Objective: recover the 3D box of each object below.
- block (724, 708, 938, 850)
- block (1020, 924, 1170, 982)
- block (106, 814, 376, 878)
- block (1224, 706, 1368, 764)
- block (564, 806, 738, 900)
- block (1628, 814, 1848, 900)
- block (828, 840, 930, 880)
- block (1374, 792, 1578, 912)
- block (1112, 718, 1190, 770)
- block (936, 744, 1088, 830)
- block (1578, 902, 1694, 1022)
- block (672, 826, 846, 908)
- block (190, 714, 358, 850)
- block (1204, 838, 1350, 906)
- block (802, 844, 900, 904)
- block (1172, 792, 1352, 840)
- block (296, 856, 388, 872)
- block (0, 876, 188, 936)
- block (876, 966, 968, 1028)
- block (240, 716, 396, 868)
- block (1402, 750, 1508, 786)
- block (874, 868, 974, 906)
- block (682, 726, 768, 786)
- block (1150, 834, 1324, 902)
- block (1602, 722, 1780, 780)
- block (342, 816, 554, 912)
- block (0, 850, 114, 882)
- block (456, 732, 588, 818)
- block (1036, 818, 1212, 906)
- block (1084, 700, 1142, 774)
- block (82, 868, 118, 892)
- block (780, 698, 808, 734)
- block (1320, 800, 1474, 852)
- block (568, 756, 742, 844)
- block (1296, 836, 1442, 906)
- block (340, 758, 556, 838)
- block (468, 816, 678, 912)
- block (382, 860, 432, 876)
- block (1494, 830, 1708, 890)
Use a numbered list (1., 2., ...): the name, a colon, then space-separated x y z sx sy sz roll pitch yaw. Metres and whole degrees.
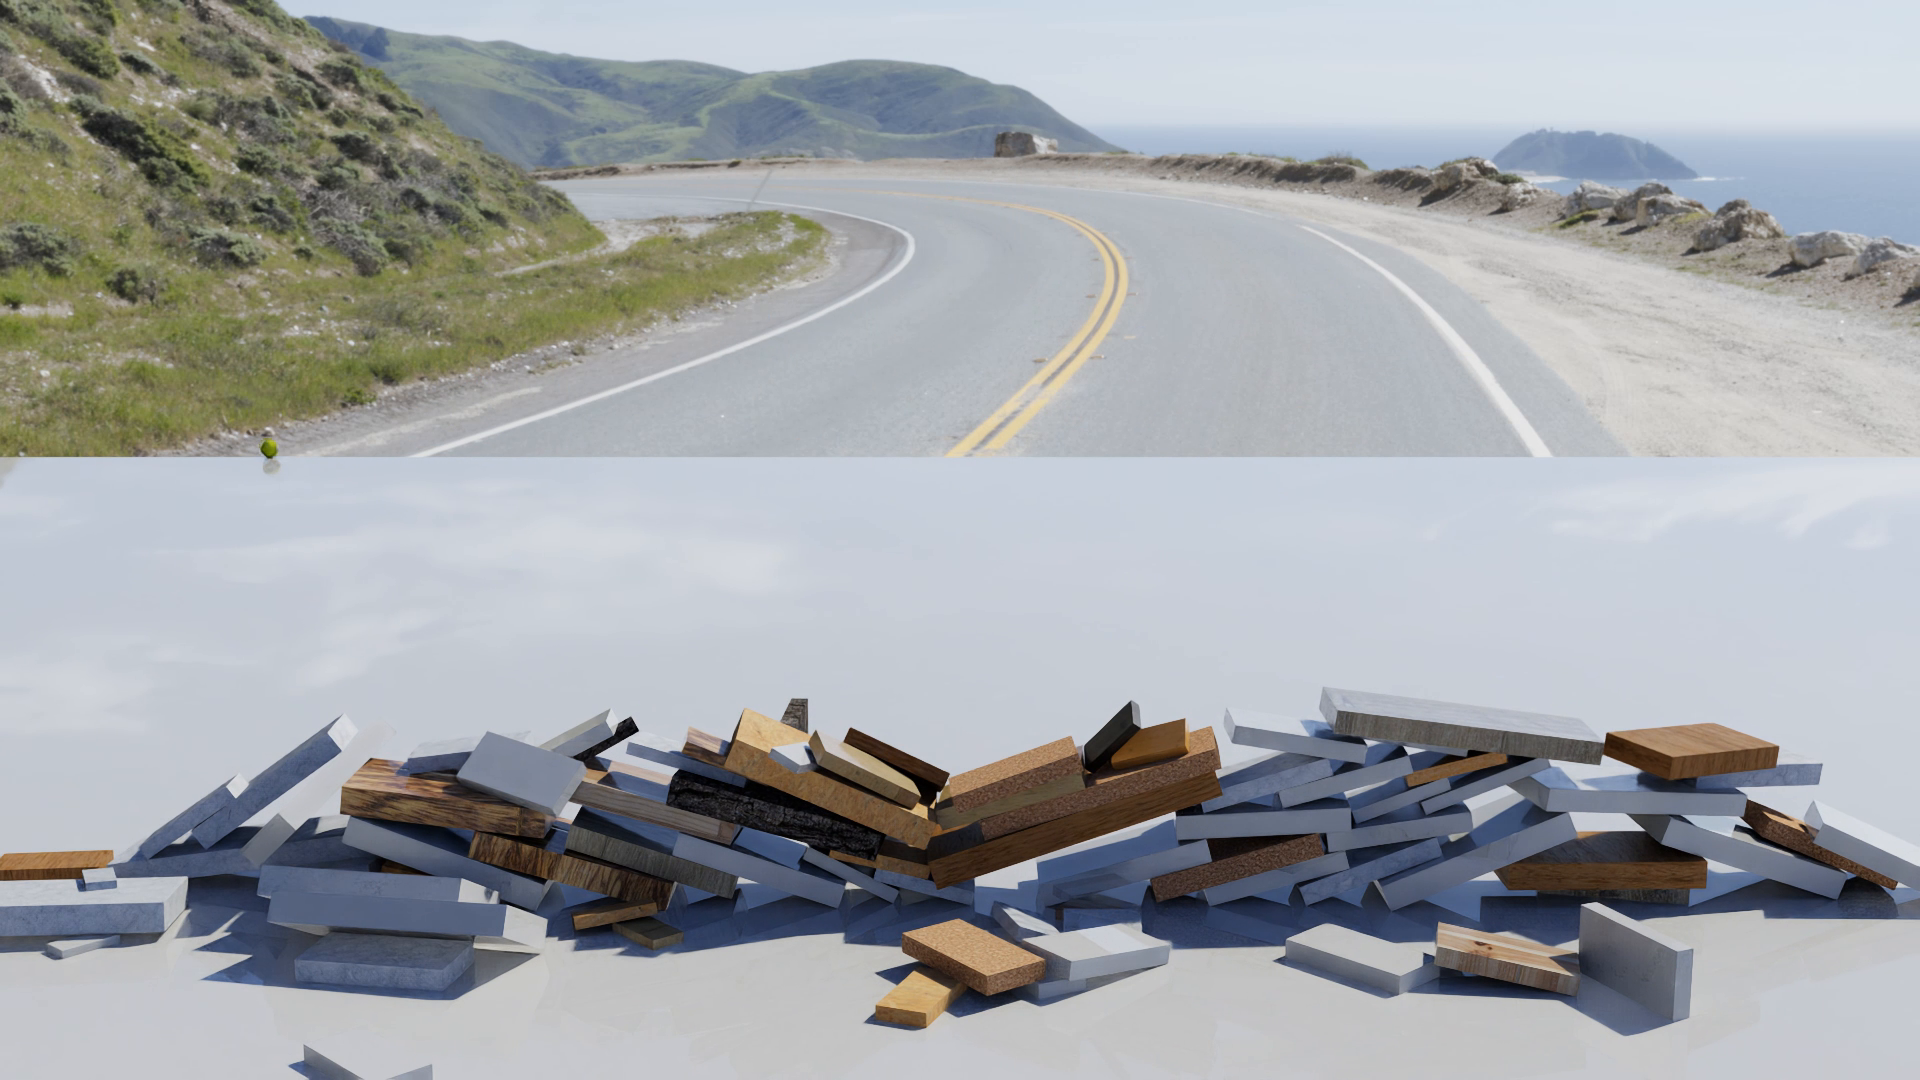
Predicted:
1. block: -0.209 0.391 3.617 0.352 0.050 0.176 24 11 -6
2. block: 0.205 0.622 3.326 0.214 0.030 0.107 1 9 -42
3. block: -1.198 0.522 3.744 0.458 0.040 0.143 -7 9 4
4. block: 0.549 0.320 3.610 0.219 0.031 0.109 9 11 -3
5. block: -0.503 0.512 3.656 0.285 0.040 0.143 18 10 -3
6. block: 1.300 0.509 3.692 0.325 0.046 0.162 18 10 -8
7. block: -0.132 0.518 3.634 0.167 0.024 0.083 13 10 -5
8. block: 0.843 0.507 3.651 0.325 0.046 0.162 -23 10 3
9. block: 0.309 0.332 3.574 0.127 0.018 0.063 -16 36 18
10. block: 0.088 0.406 3.613 0.247 0.035 0.123 -17 11 10
11. block: 0.991 0.618 3.234 0.030 0.105 0.210 -5 11 -23
12. block: -0.327 0.527 3.659 0.285 0.040 0.143 18 10 -2
13. block: -1.167 0.410 3.753 0.285 0.040 0.143 -36 10 2
14. block: 0.518 0.543 3.660 0.238 0.034 0.119 -15 10 2
15. block: -0.178 0.543 3.655 0.167 0.024 0.083 27 10 -4
16. block: 0.497 0.449 3.648 0.283 0.040 0.142 -3 11 3
17. block: -1.050 0.547 3.674 0.182 0.026 0.091 -6 10 12
18. block: -1.424 0.585 3.511 0.334 0.047 0.167 0 5 -7
19. block: -0.055 0.665 3.203 0.079 0.022 0.158 4 11 22
20. block: -1.071 0.418 3.679 0.143 0.040 0.285 -39 8 36
21. block: 0.809 0.363 3.624 0.165 0.023 0.082 -14 12 2
22. block: -0.059 0.560 3.648 0.167 0.024 0.083 15 10 -2
23. block: -0.381 0.354 3.607 0.151 0.021 0.076 23 12 -9
24. block: 0.452 0.522 3.660 0.283 0.040 0.142 -16 10 2
25. block: 1.215 0.349 3.651 0.273 0.039 0.136 -1 13 -34
26. block: -0.839 0.512 3.656 0.333 0.047 0.166 20 10 -3
27. block: -1.553 0.560 3.762 0.181 0.026 0.090 -1 11 -6
28. block: -0.716 0.382 3.591 0.192 0.027 0.096 14 54 23
29. block: 0.270 0.532 3.664 0.283 0.040 0.142 -16 10 3
30. block: 0.249 0.322 3.592 0.017 0.121 0.061 33 28 -19
31. block: -1.395 0.550 3.564 0.047 0.013 0.095 -2 6 -25
32. block: -0.332 0.401 4.365 0.033 0.117 0.235 1 11 3
33. block: 0.717 0.465 3.645 0.238 0.034 0.119 -9 11 2
34. block: -0.501 0.430 3.657 0.285 0.040 0.143 15 10 3
35. block: 0.673 0.531 3.657 0.238 0.034 0.119 -21 10 4
36. block: -0.837 0.426 3.646 0.333 0.047 0.167 7 11 0
37. block: -0.632 0.523 3.658 0.333 0.047 0.167 16 10 -2
38. block: -0.861 0.558 3.659 0.182 0.026 0.091 13 12 0
39. block: 1.054 0.533 3.664 0.325 0.046 0.162 0 11 -1
